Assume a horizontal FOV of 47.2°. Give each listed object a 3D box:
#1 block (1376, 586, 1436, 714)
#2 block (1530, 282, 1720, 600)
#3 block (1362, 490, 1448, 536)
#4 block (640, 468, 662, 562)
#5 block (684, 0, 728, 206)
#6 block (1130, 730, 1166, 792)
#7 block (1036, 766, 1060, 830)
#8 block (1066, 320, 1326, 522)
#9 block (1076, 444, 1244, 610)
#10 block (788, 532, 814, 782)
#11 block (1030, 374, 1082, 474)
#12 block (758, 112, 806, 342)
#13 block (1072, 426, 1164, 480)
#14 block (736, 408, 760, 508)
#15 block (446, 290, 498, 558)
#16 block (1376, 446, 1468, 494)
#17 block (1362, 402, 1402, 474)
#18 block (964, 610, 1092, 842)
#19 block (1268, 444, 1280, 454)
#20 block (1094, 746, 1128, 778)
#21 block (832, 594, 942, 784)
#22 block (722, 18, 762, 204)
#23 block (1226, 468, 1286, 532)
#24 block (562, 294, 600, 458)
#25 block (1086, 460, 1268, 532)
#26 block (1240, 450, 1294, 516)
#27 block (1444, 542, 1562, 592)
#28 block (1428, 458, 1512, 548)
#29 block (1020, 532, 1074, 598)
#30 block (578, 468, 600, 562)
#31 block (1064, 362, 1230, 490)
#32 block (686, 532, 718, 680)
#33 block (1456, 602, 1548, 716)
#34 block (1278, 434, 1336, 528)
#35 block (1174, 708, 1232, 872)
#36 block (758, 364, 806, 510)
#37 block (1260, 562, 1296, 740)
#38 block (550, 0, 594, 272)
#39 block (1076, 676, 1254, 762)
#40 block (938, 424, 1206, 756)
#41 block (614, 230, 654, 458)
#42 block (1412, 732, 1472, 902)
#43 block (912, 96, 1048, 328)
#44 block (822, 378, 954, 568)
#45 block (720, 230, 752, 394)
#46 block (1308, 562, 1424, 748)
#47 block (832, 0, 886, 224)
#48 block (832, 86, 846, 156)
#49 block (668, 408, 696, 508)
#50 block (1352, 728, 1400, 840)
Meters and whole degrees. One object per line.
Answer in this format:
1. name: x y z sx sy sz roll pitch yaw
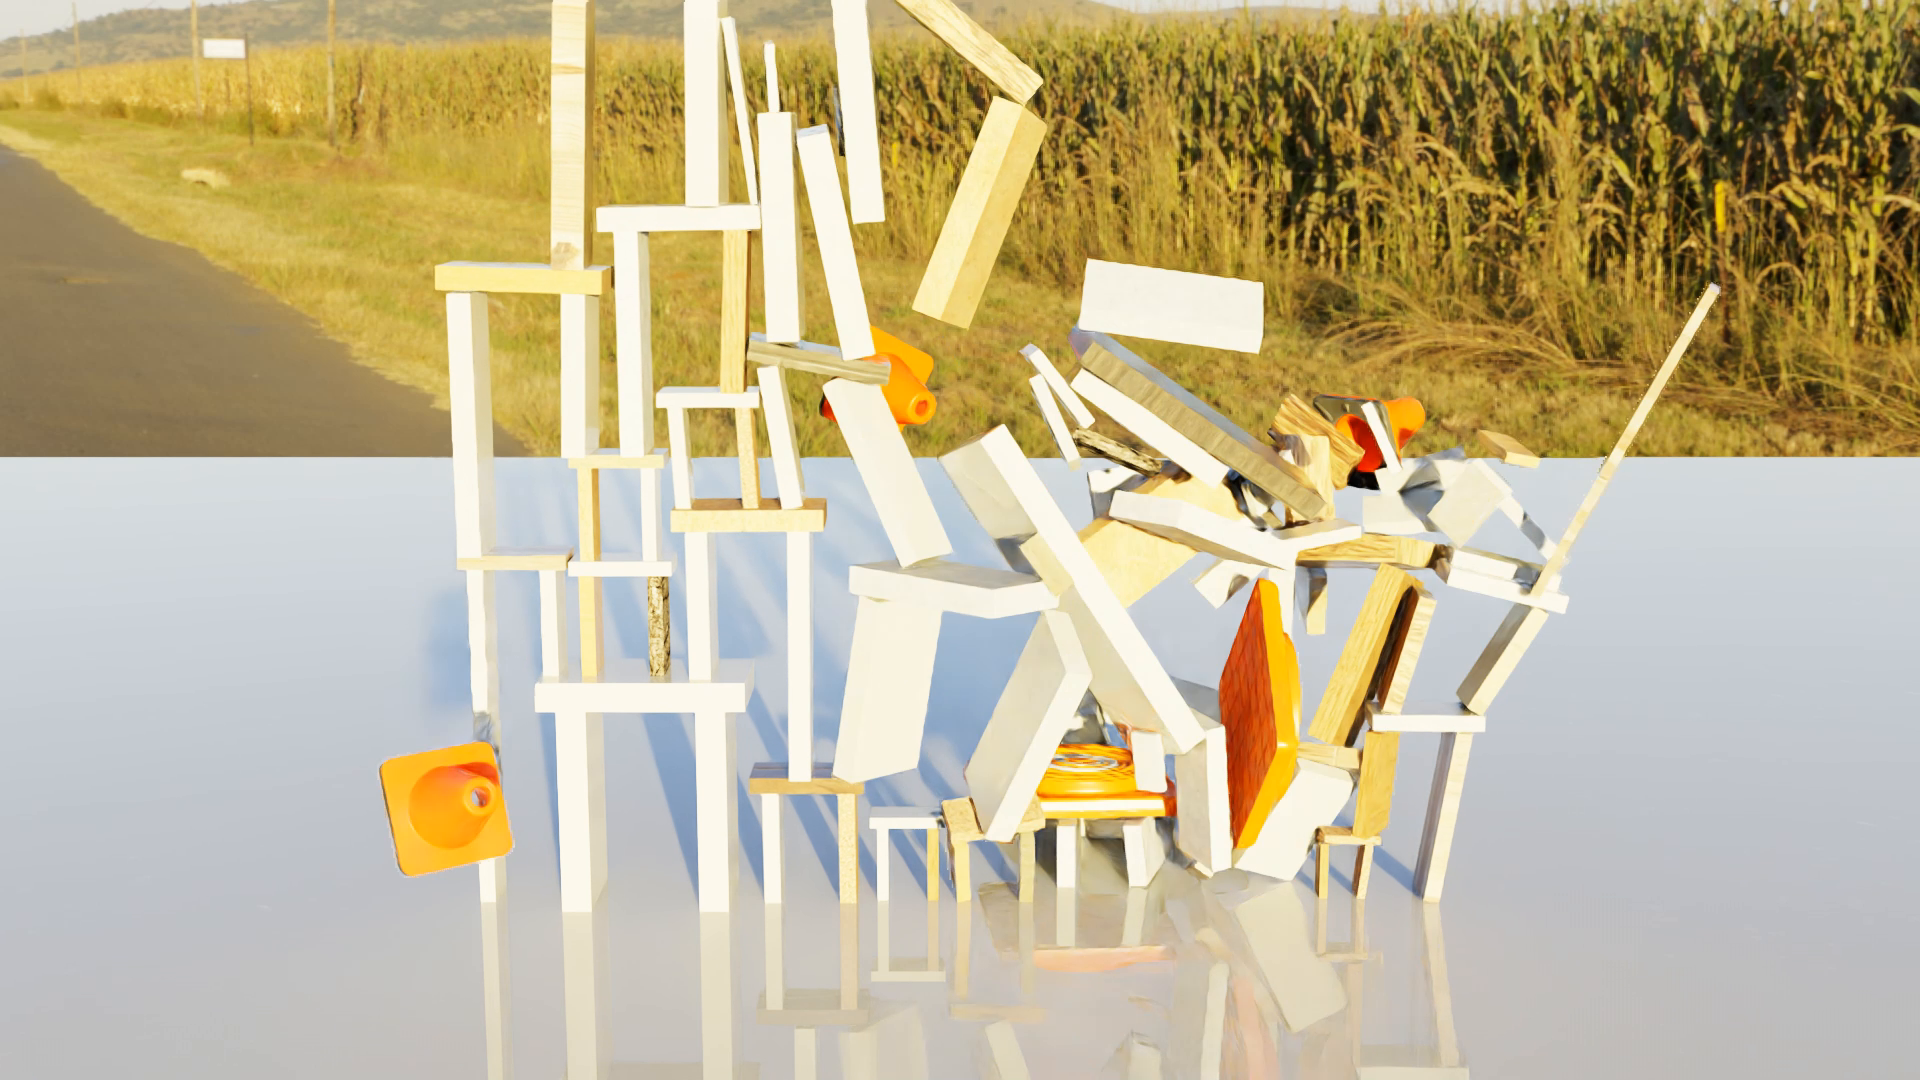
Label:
1. block: 0.730 0.179 3.602 0.028 0.196 0.098 16 10 2
2. block: 1.024 -0.146 3.398 0.016 0.553 0.057 30 25 13
3. block: 0.762 -0.046 3.664 0.176 0.025 0.088 -4 32 11
4. block: -0.498 -0.047 3.556 0.021 0.151 0.076 0 11 0
5. block: -0.395 -0.700 3.430 0.049 0.348 0.174 1 11 -1
6. block: 0.301 0.352 3.500 0.048 0.096 0.014 4 18 38
7. block: 0.128 0.458 4.097 0.029 0.104 0.208 -4 11 -21
8. block: 0.379 -0.193 3.522 0.473 0.040 0.141 33 15 -17
9. block: 0.319 -0.013 3.647 0.328 0.144 0.041 -36 25 -22
10. block: -0.260 0.178 3.591 0.034 0.412 0.121 0 10 -1
11. block: 0.150 -0.183 3.464 0.021 0.148 0.074 -24 -13 -1
12. block: -0.280 -0.496 3.473 0.049 0.349 0.175 -2 11 0
13. block: 0.248 -0.138 3.488 0.148 0.021 0.074 24 -4 1
14. block: -0.340 -0.138 3.534 0.023 0.161 0.081 -4 11 -1
15. block: -0.781 -0.189 3.522 0.037 0.420 0.129 0 11 0
16. block: 0.779 -0.108 3.689 0.149 0.074 0.021 -17 50 14
17. block: 0.648 -0.158 3.376 0.016 0.114 0.057 -24 -1 14
18. block: 0.103 0.292 3.436 0.044 0.346 0.154 11 33 -21
19. block: 0.580 -0.083 3.844 0.024 0.168 0.084 -25 -13 14
20. block: 0.279 0.460 4.085 0.029 0.104 0.208 -1 11 -5
21. block: -0.115 0.233 3.582 0.044 0.309 0.154 22 20 39
22. block: -0.340 -0.669 3.436 0.015 0.286 0.053 -8 11 1
23. block: 0.499 -0.067 3.706 0.017 0.130 0.061 -41 17 8
24. block: -0.604 -0.268 3.504 0.037 0.258 0.129 2 11 0
25. block: 0.374 -0.066 3.789 0.289 0.144 0.041 -9 -7 -3
26. block: 0.519 -0.094 3.672 0.017 0.061 0.122 2 30 47
27. block: 0.888 0.043 3.603 0.176 0.025 0.088 14 10 2
28. block: 0.812 -0.059 3.507 0.021 0.148 0.074 -31 72 -35
29. block: 0.135 0.038 3.394 0.014 0.096 0.048 -35 1 35
30. block: -0.599 -0.047 3.555 0.021 0.151 0.076 0 11 -1
31. block: 0.294 -0.184 3.512 0.282 0.040 0.141 35 4 -6
32. block: -0.419 0.095 3.574 0.034 0.241 0.121 0 11 0
33. block: 0.886 0.188 3.601 0.028 0.196 0.098 31 9 -4
34. block: 0.595 -0.095 3.769 0.084 0.168 0.024 1 -11 -21
35. block: 0.392 0.404 3.569 0.034 0.239 0.120 -9 14 -19
36. block: -0.285 -0.171 3.530 0.032 0.226 0.113 -9 10 1
37. block: 0.550 0.204 3.809 0.043 0.306 0.153 3 -14 10
38. block: -0.604 -0.650 3.438 0.049 0.444 0.174 1 11 -5
39. block: 0.387 0.319 4.210 0.327 0.120 0.034 16 -7 9
40. block: 0.177 0.088 3.512 0.049 0.591 0.175 -36 7 -22
41. block: -0.518 -0.316 3.503 0.036 0.354 0.128 0 11 0
42. block: 0.799 0.447 3.645 0.026 0.289 0.091 8 10 -2
43. block: 0.033 -0.510 3.458 0.049 0.348 0.174 23 6 13
44. block: -0.115 -0.113 3.533 0.032 0.319 0.113 -27 -7 30
45. block: -0.356 -0.367 3.496 0.036 0.256 0.128 2 11 -3
46. block: 0.675 0.195 3.652 0.043 0.306 0.153 24 2 24
47. block: -0.156 -0.681 3.417 0.049 0.348 0.174 -5 17 0
48. block: -0.186 -0.658 3.449 0.015 0.105 0.053 -5 8 0
49. block: -0.447 -0.137 3.533 0.023 0.161 0.081 -4 11 -1
50. block: 0.688 0.395 3.629 0.026 0.182 0.091 13 15 30
